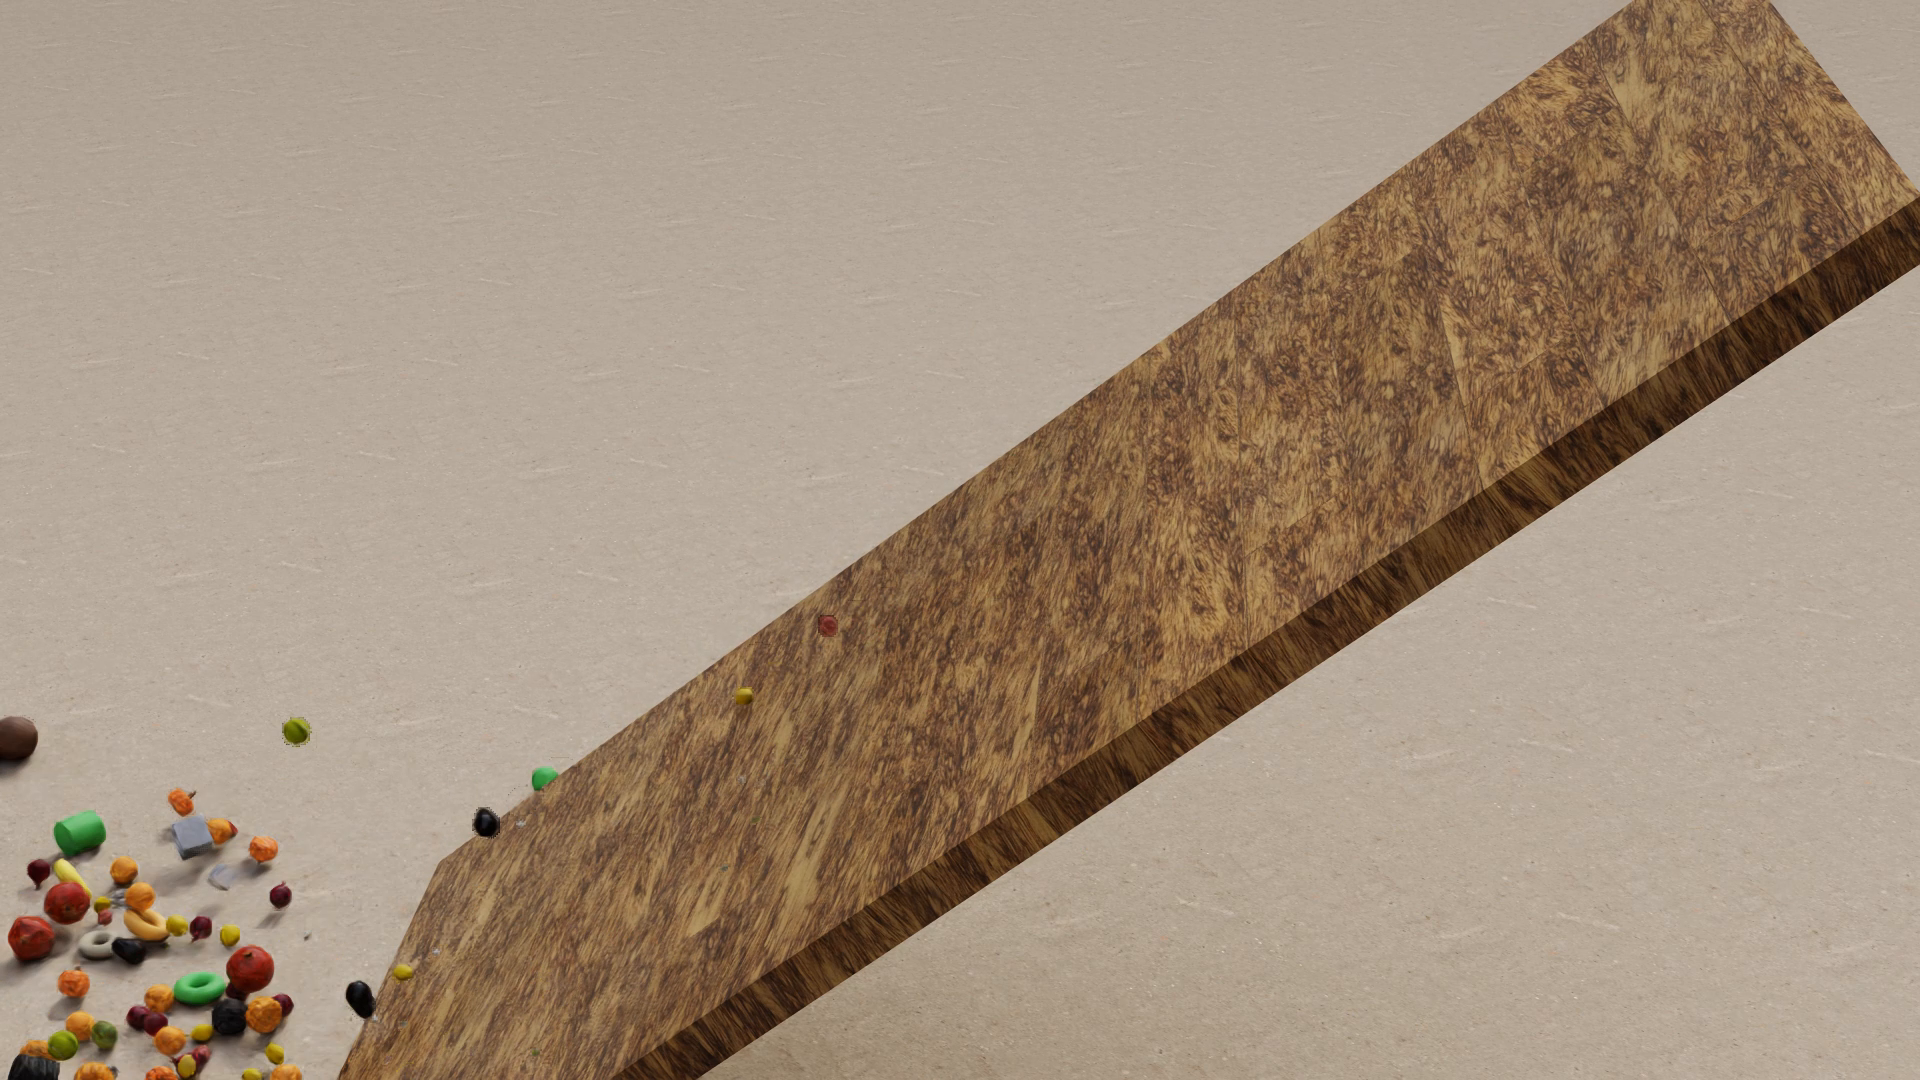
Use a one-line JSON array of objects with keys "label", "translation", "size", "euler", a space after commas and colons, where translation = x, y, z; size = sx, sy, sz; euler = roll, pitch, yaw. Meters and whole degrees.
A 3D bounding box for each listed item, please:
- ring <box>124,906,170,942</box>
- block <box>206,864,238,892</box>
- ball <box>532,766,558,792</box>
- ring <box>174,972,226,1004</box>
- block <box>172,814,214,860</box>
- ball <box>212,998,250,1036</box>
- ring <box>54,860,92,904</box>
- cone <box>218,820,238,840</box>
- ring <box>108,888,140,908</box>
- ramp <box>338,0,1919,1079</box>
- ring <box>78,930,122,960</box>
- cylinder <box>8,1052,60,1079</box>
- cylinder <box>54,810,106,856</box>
[{"label": "ring", "translation": [-2.101, 0.993, 7.600], "size": [0.126, 0.042, 0.126], "euler": [31, 11, -7]}, {"label": "block", "translation": [-1.952, 0.892, 7.782], "size": [0.051, 0.051, 0.051], "euler": [-16, 38, 52]}, {"label": "ball", "translation": [-1.177, 0.681, 8.344], "size": [0.078, 0.078, 0.078], "euler": [0, 23, 0]}, {"label": "ring", "translation": [-1.906, 1.123, 7.372], "size": [0.128, 0.043, 0.128], "euler": [-1, 20, 0]}, {"label": "block", "translation": [-2.074, 0.803, 7.946], "size": [0.083, 0.083, 0.083], "euler": [-19, 72, -24]}, {"label": "ball", "translation": [-1.788, 1.169, 7.208], "size": [0.090, 0.090, 0.090], "euler": [0, 23, 0]}, {"label": "ring", "translation": [-2.345, 0.904, 7.770], "size": [0.046, 0.137, 0.137], "euler": [-36, 36, -16]}, {"label": "cone", "translation": [-2.030, 0.809, 8.120], "size": [0.052, 0.052, 0.052], "euler": [20, 57, 38]}, {"label": "ring", "translation": [-2.214, 0.948, 7.794], "size": [0.082, 0.027, 0.082], "euler": [-1, 22, 0]}, {"label": "ramp", "translation": [0.123, 0.184, 6.336], "size": [4.000, 0.100, 2.000], "euler": [-36, 16, 18]}, {"label": "ring", "translation": [-2.214, 1.041, 7.570], "size": [0.112, 0.037, 0.112], "euler": [1, 24, 0]}, {"label": "cylinder", "translation": [-2.165, 1.255, 6.873], "size": [0.090, 0.090, 0.090], "euler": [25, 13, -25]}, {"label": "cylinder", "translation": [-2.406, 0.801, 8.043], "size": [0.098, 0.098, 0.098], "euler": [19, 30, 37]}]
